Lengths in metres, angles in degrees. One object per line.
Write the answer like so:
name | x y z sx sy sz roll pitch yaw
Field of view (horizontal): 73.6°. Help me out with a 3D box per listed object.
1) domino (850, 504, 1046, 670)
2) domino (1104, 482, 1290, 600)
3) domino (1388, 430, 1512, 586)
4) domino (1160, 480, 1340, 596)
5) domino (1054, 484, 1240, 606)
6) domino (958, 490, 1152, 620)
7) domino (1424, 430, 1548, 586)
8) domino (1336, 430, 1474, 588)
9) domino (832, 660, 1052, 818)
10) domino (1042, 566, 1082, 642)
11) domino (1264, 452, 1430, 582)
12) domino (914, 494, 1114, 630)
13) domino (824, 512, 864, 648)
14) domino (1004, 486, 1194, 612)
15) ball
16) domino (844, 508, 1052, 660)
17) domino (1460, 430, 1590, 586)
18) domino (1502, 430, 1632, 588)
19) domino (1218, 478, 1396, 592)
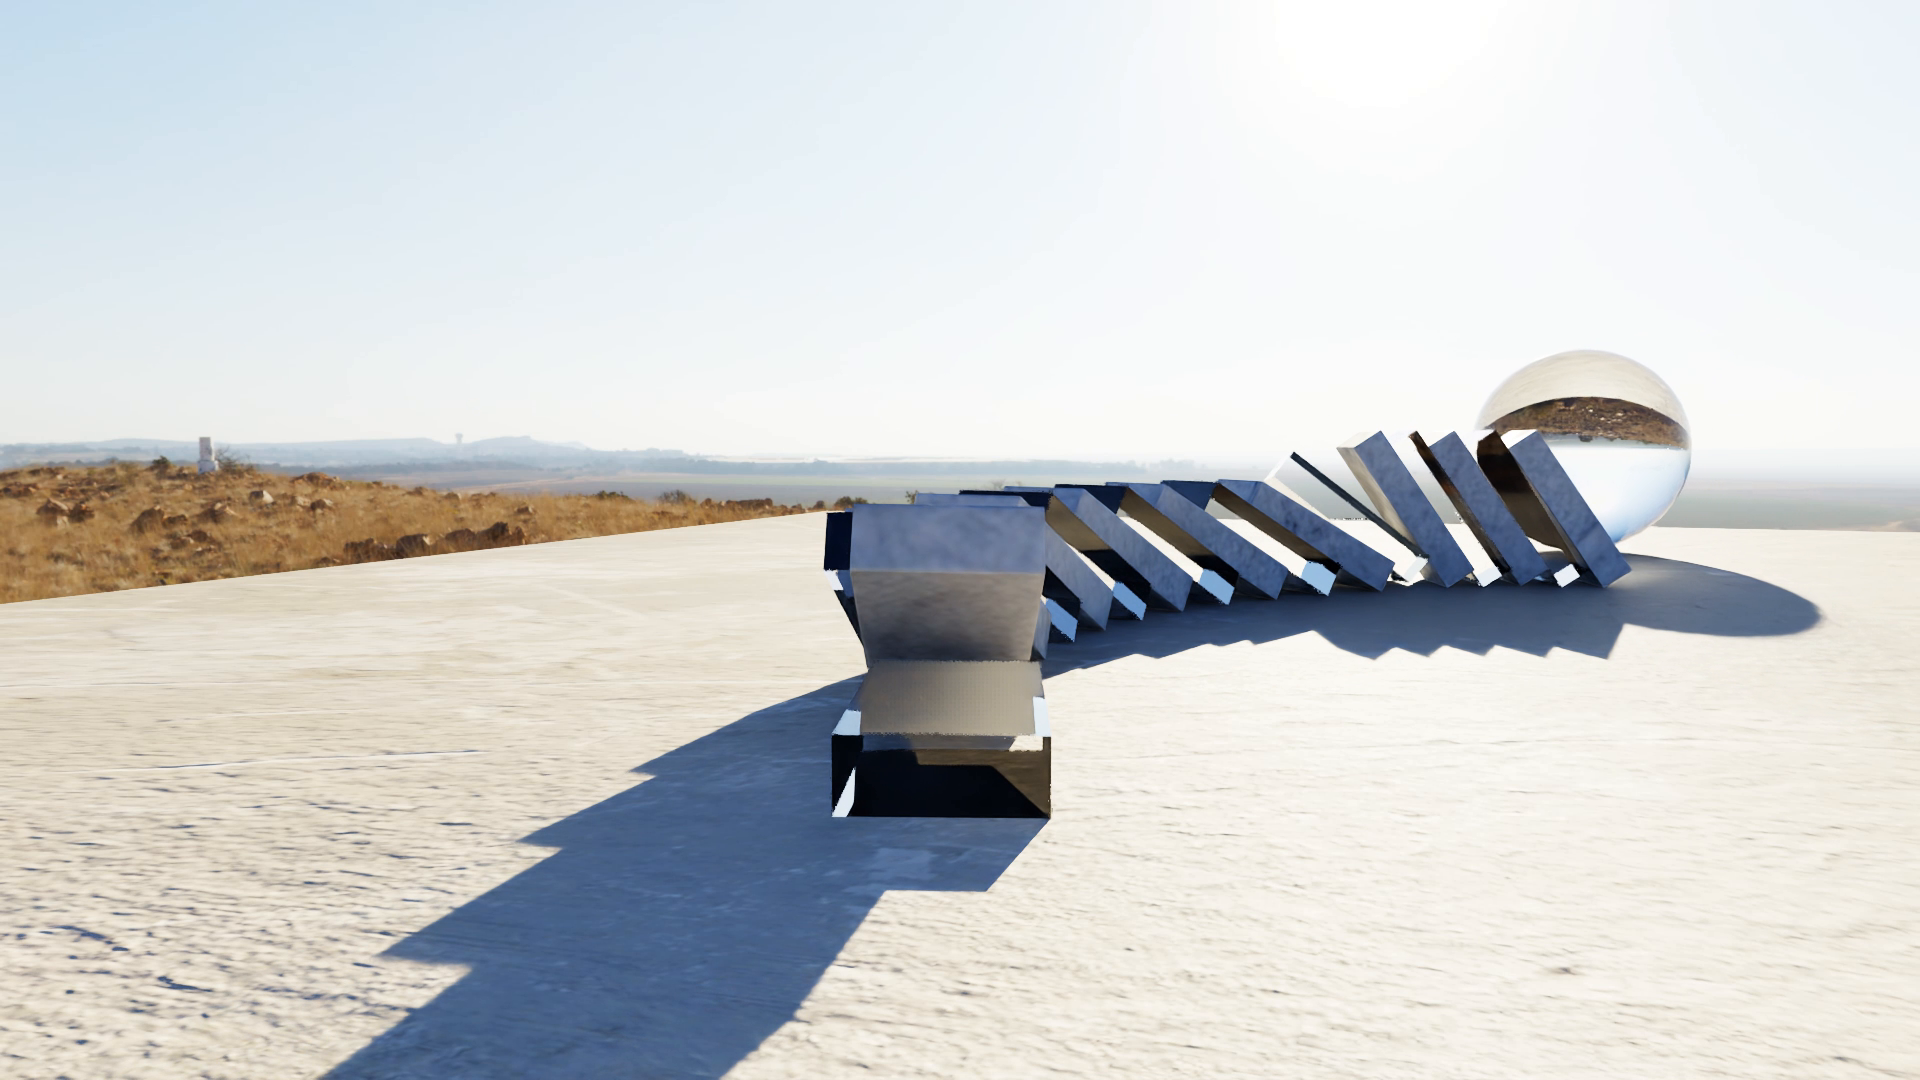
domino | -0.002 0.010 0.189 0.025 0.009 0.050 1 -24 0
domino | 0.063 0.000 0.350 0.050 0.009 0.025 30 -12 -29
domino | 0.147 -0.010 0.394 0.010 0.050 0.025 -34 0 8
domino | 0.080 -0.001 0.361 0.050 0.009 0.025 30 -10 -26
domino | 0.048 0.001 0.334 0.050 0.009 0.025 33 -17 -37
domino | 0.022 0.004 0.300 0.025 0.010 0.050 3 -23 38
domino | 0.159 -0.010 0.395 0.009 0.050 0.025 -34 0 8
domino | 0.135 -0.010 0.391 0.010 0.050 0.025 -34 1 6
domino | -0.001 0.025 0.171 0.025 0.010 0.050 0 4 2
domino | 0.004 0.008 0.261 0.025 0.009 0.050 2 -21 27
domino | 0.117 -0.007 0.389 0.050 0.010 0.025 39 4 6
domino | 0.012 0.005 0.282 0.025 0.010 0.050 3 -23 32
domino | -0.005 0.010 0.212 0.025 0.010 0.050 -2 -25 6
domino | 0.034 0.003 0.319 0.025 0.009 0.050 4 -22 45
ball | 0.246 -0.036 0.511 0.080 0.080 0.080 0 4 0
domino | -0.001 0.009 0.237 0.025 0.010 0.050 1 -23 19
domino | 0.170 -0.010 0.393 0.009 0.050 0.025 -34 0 8
domino | 0.182 -0.010 0.391 0.010 0.050 0.025 -34 0 8
domino | 0.099 -0.002 0.373 0.050 0.010 0.025 29 -5 -17
